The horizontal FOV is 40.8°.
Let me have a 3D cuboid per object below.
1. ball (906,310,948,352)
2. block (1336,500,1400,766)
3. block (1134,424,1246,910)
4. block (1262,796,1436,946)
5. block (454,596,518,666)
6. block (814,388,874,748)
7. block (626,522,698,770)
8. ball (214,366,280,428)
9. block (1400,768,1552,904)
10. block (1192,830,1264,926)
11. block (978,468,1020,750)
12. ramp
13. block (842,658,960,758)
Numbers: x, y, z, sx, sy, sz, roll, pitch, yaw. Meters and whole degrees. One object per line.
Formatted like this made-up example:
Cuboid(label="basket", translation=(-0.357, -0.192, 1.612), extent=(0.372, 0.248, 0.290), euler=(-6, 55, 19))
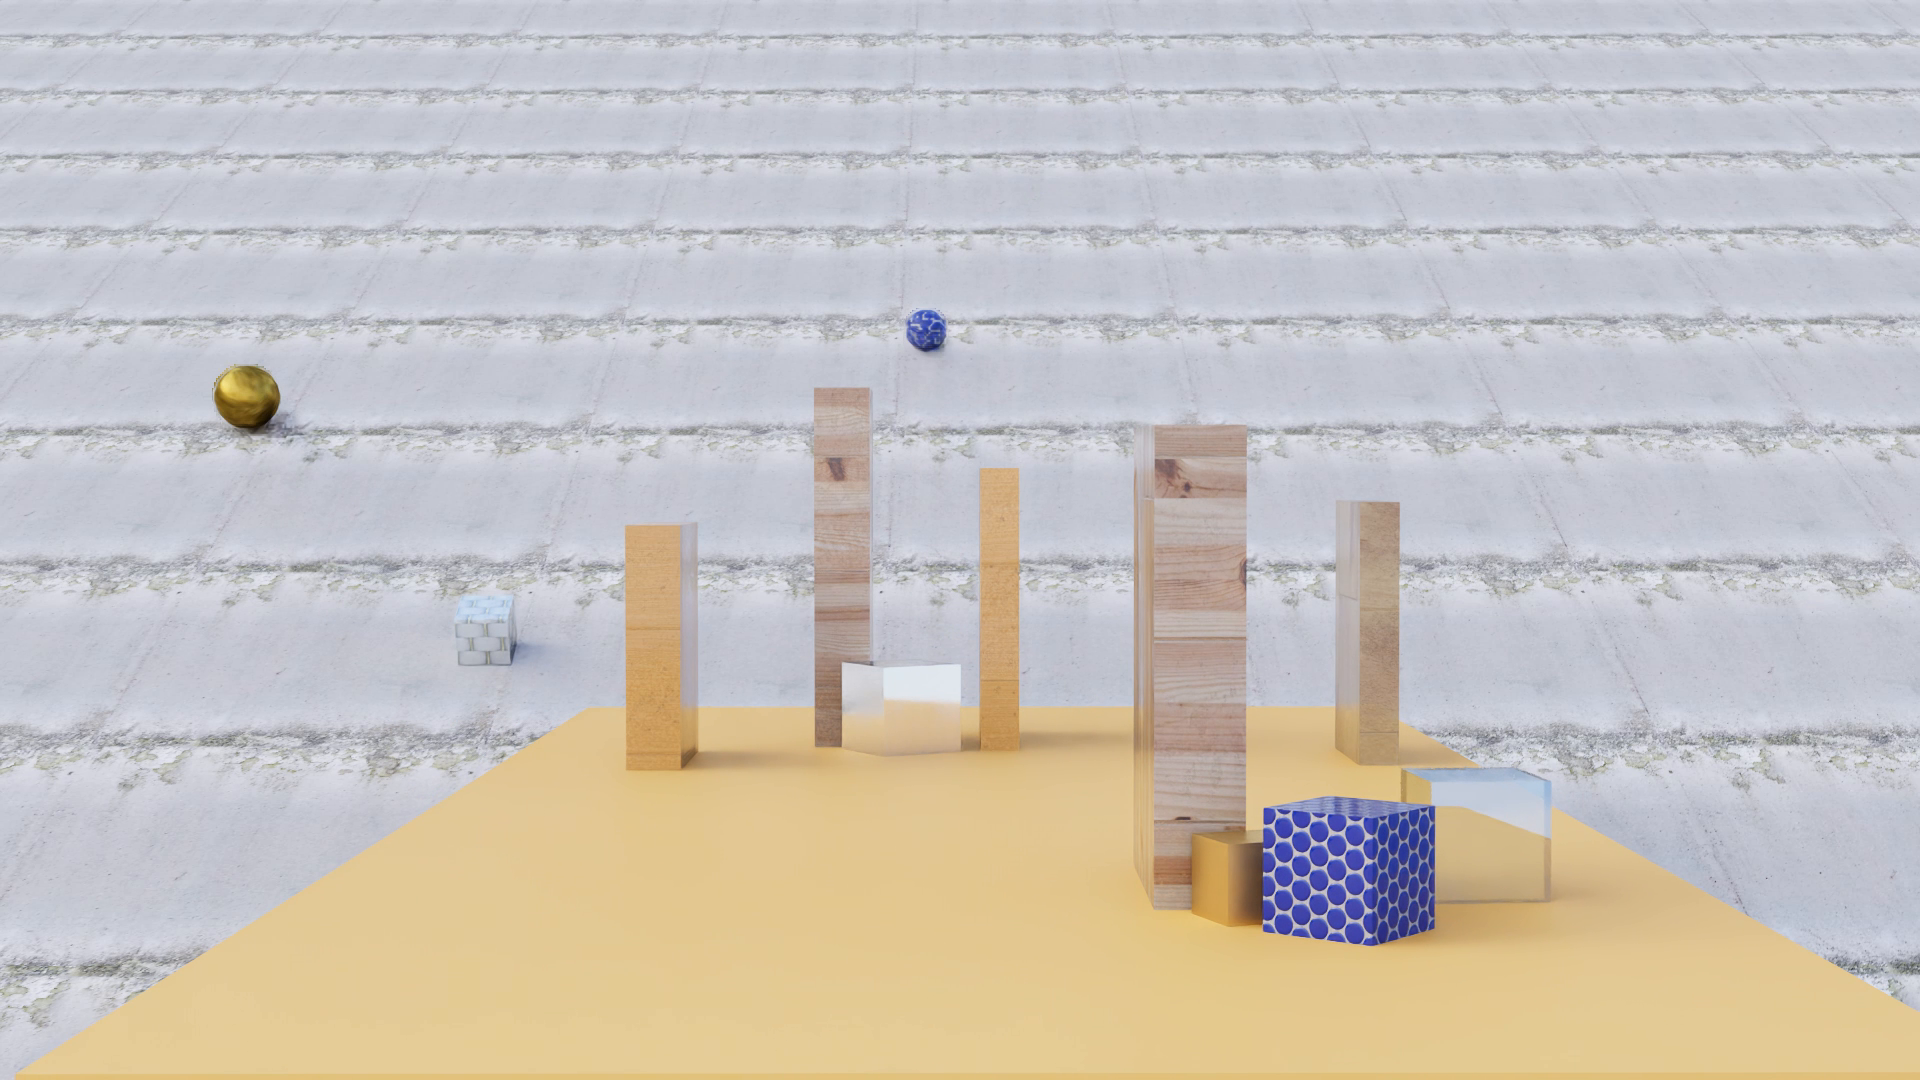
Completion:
Cuboid(label="ball", translation=(-0.118, -0.733, 9.020), extent=(0.146, 0.146, 0.146), euler=(0, 26, 0))
Cuboid(label="block", translation=(0.851, 0.186, 5.402), extent=(0.080, 0.536, 0.335), euler=(0, 2, 0))
Cuboid(label="block", translation=(0.327, 0.169, 3.712), extent=(0.125, 0.662, 0.407), euler=(0, 2, 0))
Cuboid(label="block", translation=(0.507, 0.428, 3.360), extent=(0.162, 0.162, 0.162), euler=(1, 2, 39))
Cuboid(label="block", translation=(-1.283, 0.245, 6.983), extent=(0.142, 0.142, 0.142), euler=(-1, 26, -1))
Cuboid(label="block", translation=(-0.256, 0.057, 5.710), extent=(0.120, 0.780, 0.240), euler=(0, 2, 0))
Cuboid(label="block", translation=(-0.614, 0.212, 5.333), extent=(0.110, 0.491, 0.351), euler=(0, 2, 0))
Cuboid(label="ball", translation=(-2.318, -0.465, 8.388), extent=(0.206, 0.206, 0.206), euler=(0, 26, 0))
Cuboid(label="block", translation=(0.728, 0.416, 3.652), extent=(0.169, 0.169, 0.169), euler=(0, 2, -5))
Cuboid(label="block", translation=(0.384, 0.452, 3.456), extent=(0.109, 0.109, 0.109), euler=(-1, 2, -21))
Cuboid(label="block", translation=(0.085, 0.144, 5.722), extent=(0.083, 0.605, 0.409), euler=(0, 2, 0))
Cuboid(label="ramp", translation=(0.058, 0.527, 4.564), extent=(2.000, 0.100, 4.000), euler=(0, 2, 0))
Cuboid(label="block", translation=(-0.127, 0.358, 5.529), extent=(0.187, 0.187, 0.187), euler=(-1, 2, -31))
